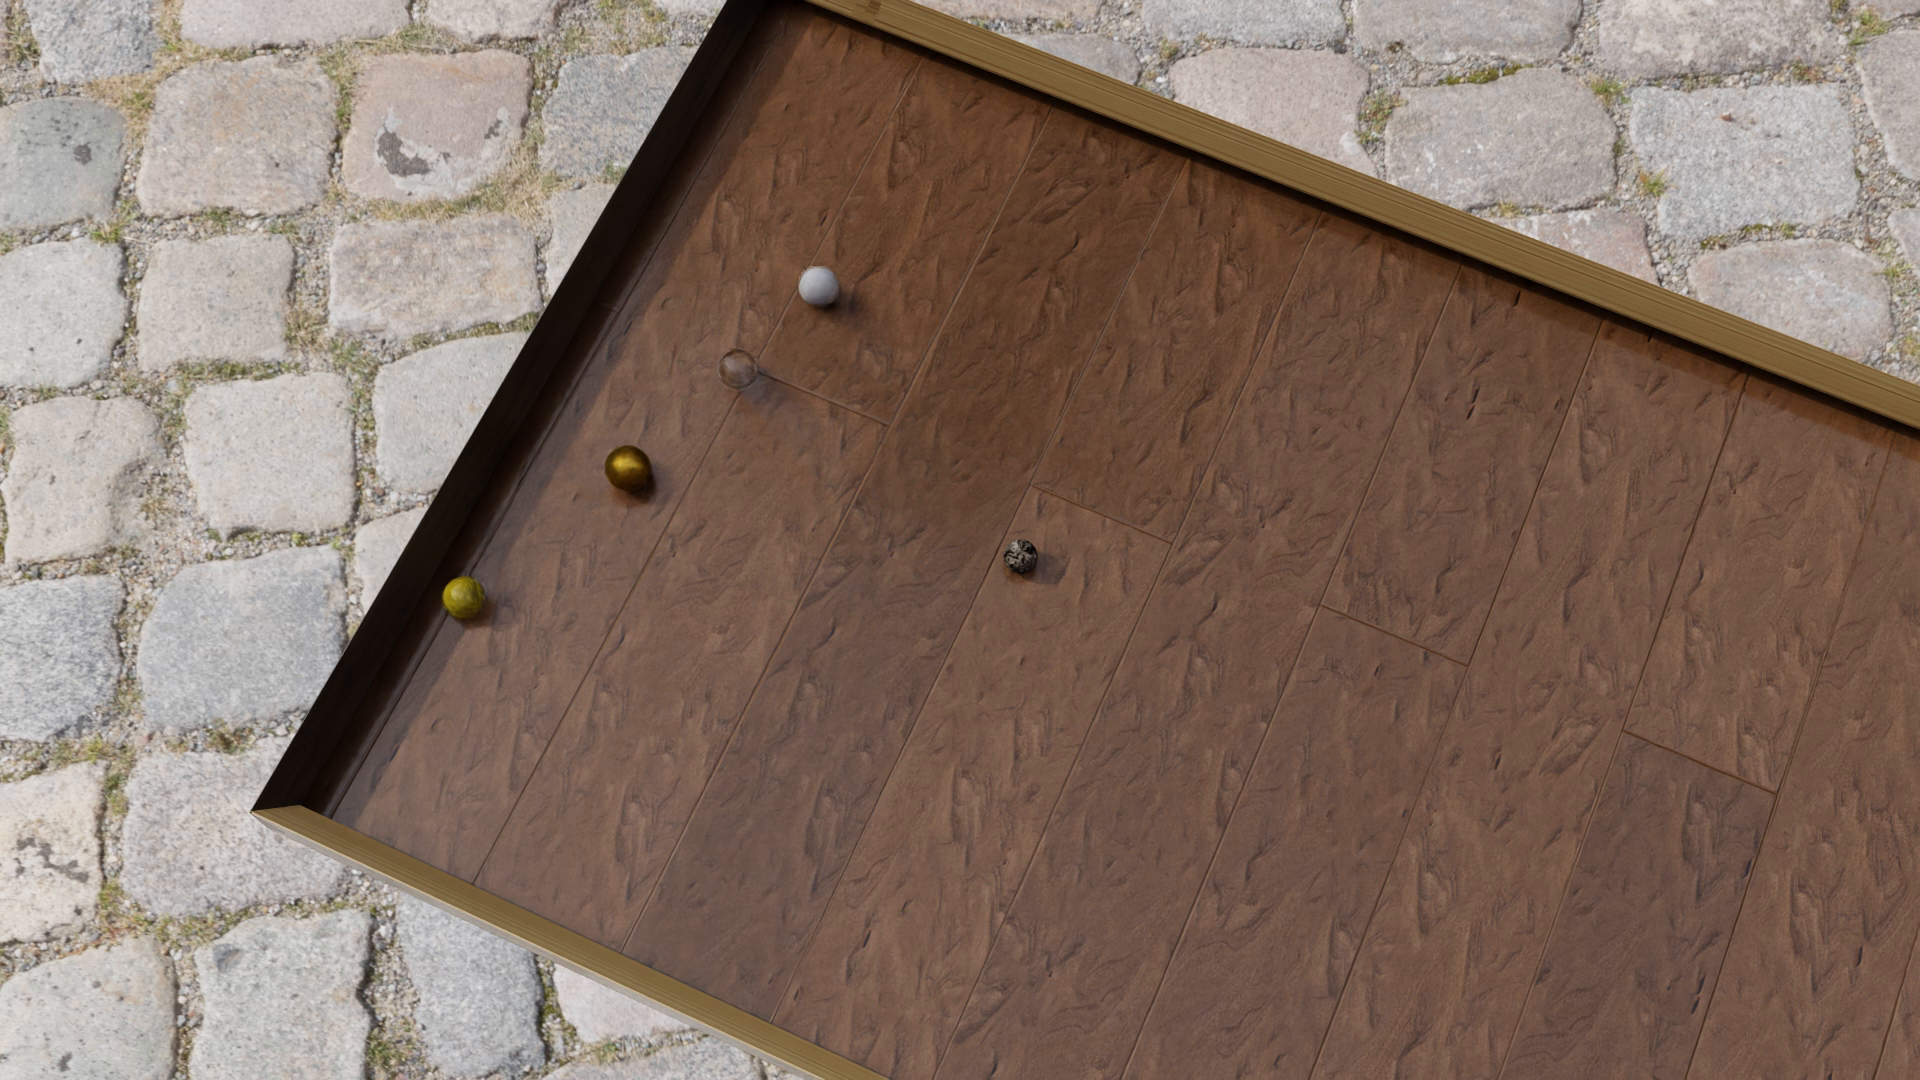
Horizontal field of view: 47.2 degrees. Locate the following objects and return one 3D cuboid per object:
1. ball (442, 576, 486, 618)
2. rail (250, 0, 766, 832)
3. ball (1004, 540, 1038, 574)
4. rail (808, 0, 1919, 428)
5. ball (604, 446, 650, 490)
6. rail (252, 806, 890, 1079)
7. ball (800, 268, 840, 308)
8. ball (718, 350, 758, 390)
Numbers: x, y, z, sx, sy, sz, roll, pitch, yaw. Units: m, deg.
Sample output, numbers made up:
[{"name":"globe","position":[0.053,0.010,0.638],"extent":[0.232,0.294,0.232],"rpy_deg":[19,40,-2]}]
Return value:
[{"name":"ball","position":[-0.778,0.089,3.448],"extent":[0.065,0.065,0.065],"rpy_deg":[0,68,0]},{"name":"rail","position":[-0.679,-0.292,3.583],"extent":[0.045,0.095,1.706],"rpy_deg":[23,70,9]},{"name":"ball","position":[0.096,0.026,3.478],"extent":[0.054,0.054,0.054],"rpy_deg":[0,68,0]},{"name":"rail","position":[1.043,-0.413,3.630],"extent":[3.077,0.095,0.045],"rpy_deg":[23,70,9]},{"name":"ball","position":[-0.533,-0.115,3.525],"extent":[0.073,0.073,0.073],"rpy_deg":[0,68,0]},{"name":"rail","position":[0.358,0.991,3.072],"extent":[3.077,0.095,0.045],"rpy_deg":[23,70,9]},{"name":"ball","position":[-0.234,-0.419,3.649],"extent":[0.067,0.067,0.067],"rpy_deg":[0,68,0]},{"name":"ball","position":[-0.363,-0.279,3.593],"extent":[0.066,0.066,0.066],"rpy_deg":[0,68,0]}]
